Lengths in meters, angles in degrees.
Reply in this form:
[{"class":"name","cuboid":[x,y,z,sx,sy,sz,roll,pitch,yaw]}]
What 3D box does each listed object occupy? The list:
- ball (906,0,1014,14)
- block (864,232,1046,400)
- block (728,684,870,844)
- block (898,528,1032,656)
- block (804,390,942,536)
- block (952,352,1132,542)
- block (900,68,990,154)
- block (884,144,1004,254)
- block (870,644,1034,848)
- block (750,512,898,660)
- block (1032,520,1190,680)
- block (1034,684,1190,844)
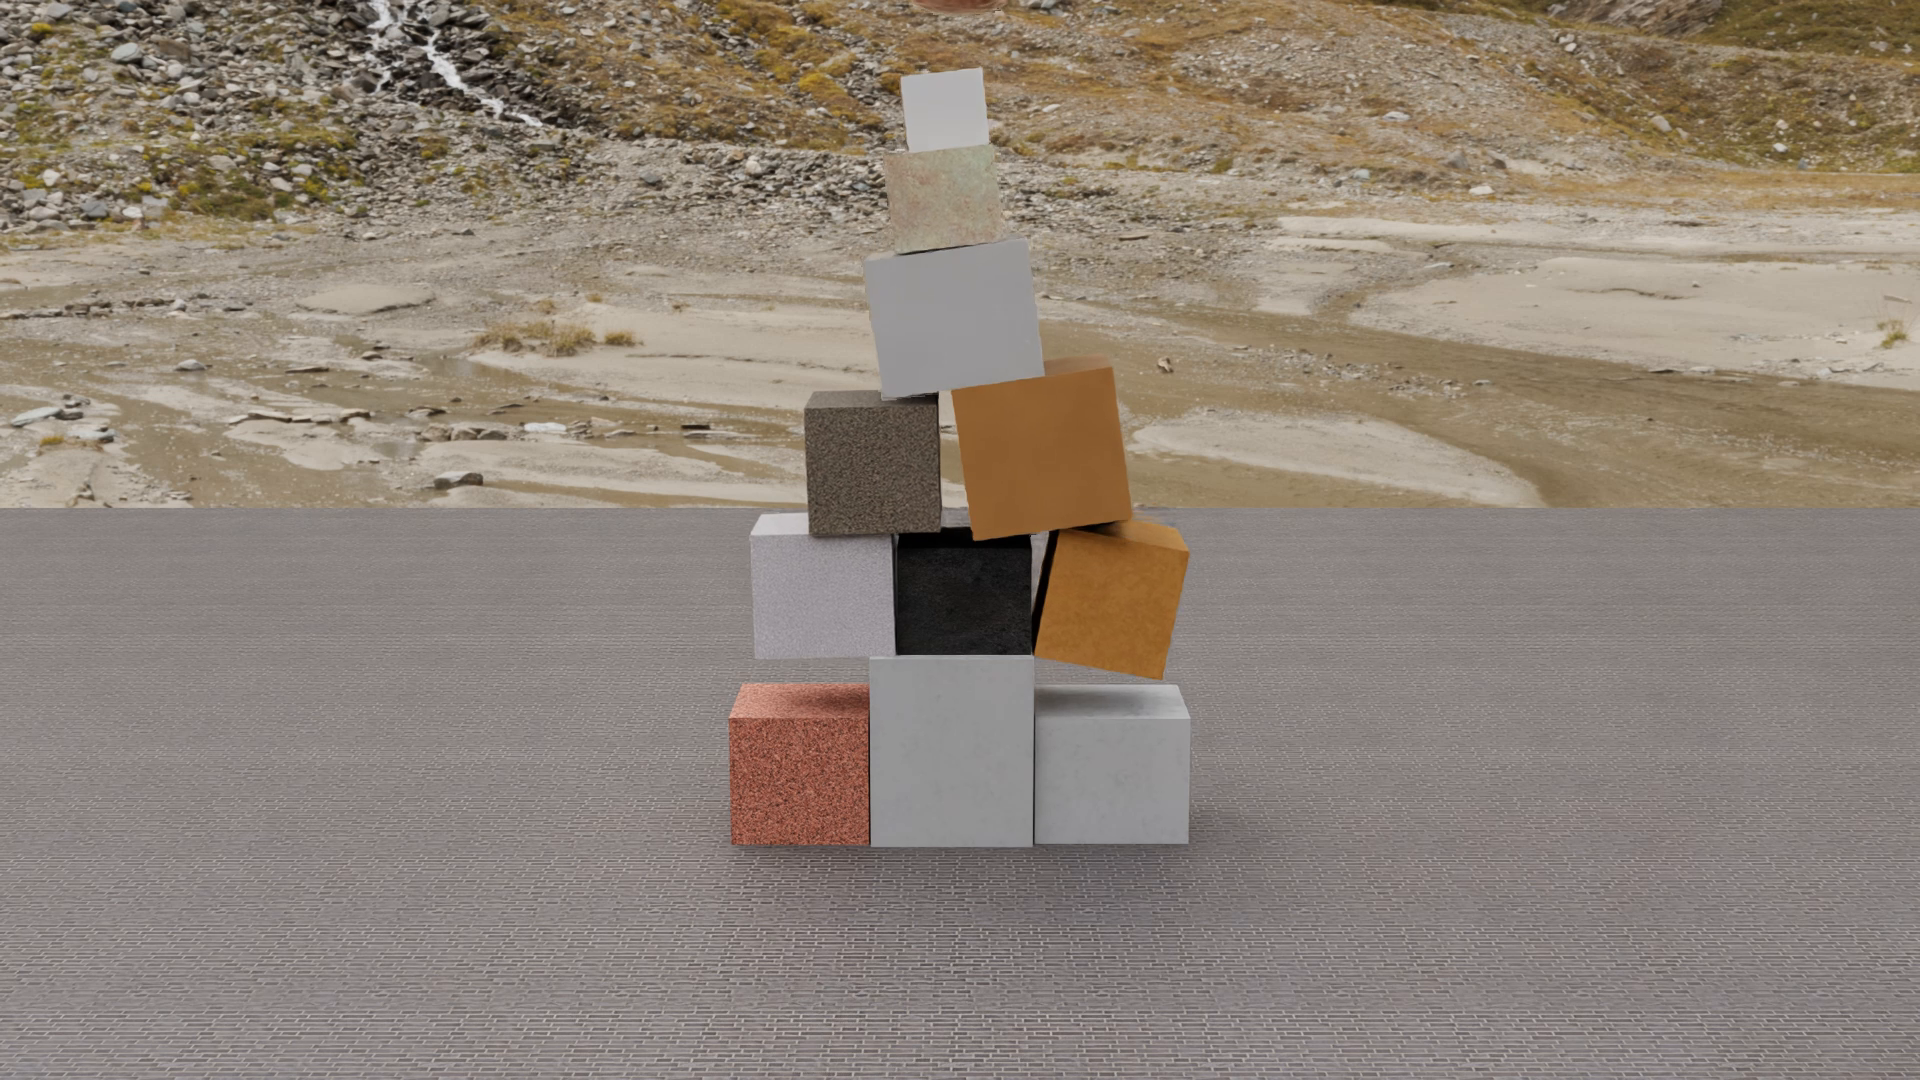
[{"class":"ball","cuboid":[0.000,-4.535,15.544,1.600,1.600,1.600,0,10,0]},{"class":"block","cuboid":[-0.025,-1.132,10.985,0.792,0.670,0.748,-8,10,1]},{"class":"block","cuboid":[-0.807,1.150,11.389,0.696,0.662,0.706,0,10,0]},{"class":"block","cuboid":[0.022,0.254,11.229,0.667,0.541,0.603,0,10,0]},{"class":"block","cuboid":[-0.427,-0.405,11.102,0.647,0.626,0.742,-2,10,0]},{"class":"block","cuboid":[0.402,-0.482,11.082,0.790,0.753,0.746,-8,10,2]},{"class":"block","cuboid":[-0.073,-2.110,10.813,0.396,0.364,0.378,-6,10,1]},{"class":"block","cuboid":[-0.072,-1.692,10.854,0.528,0.467,0.512,-6,10,2]},{"class":"block","cuboid":[-0.041,0.995,11.380,0.816,0.971,0.816,0,10,0]},{"class":"block","cuboid":[-0.679,0.221,11.205,0.699,0.628,0.627,-2,10,0]},{"class":"block","cuboid":[0.751,0.258,11.242,0.654,0.666,0.676,11,10,-2]},{"class":"block","cuboid":[0.766,1.153,11.401,0.778,0.653,0.698,0,10,0]}]
